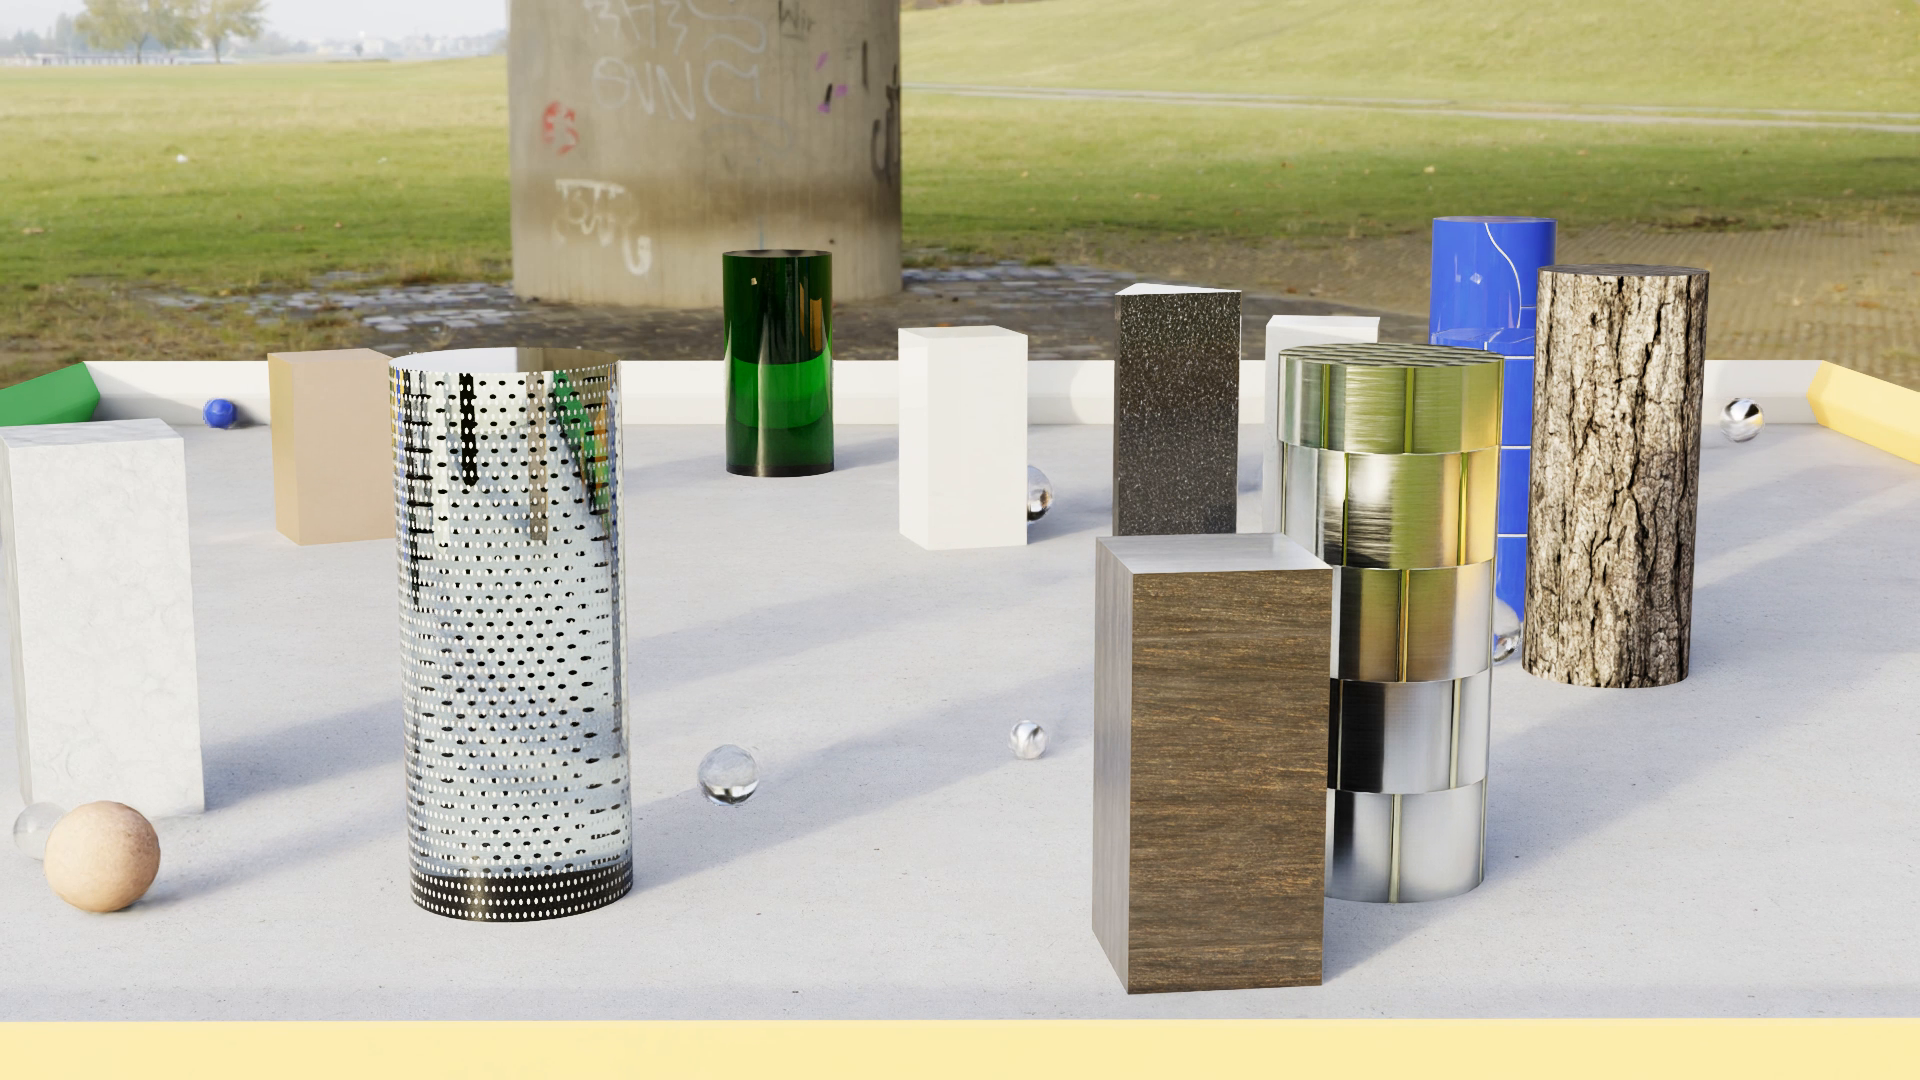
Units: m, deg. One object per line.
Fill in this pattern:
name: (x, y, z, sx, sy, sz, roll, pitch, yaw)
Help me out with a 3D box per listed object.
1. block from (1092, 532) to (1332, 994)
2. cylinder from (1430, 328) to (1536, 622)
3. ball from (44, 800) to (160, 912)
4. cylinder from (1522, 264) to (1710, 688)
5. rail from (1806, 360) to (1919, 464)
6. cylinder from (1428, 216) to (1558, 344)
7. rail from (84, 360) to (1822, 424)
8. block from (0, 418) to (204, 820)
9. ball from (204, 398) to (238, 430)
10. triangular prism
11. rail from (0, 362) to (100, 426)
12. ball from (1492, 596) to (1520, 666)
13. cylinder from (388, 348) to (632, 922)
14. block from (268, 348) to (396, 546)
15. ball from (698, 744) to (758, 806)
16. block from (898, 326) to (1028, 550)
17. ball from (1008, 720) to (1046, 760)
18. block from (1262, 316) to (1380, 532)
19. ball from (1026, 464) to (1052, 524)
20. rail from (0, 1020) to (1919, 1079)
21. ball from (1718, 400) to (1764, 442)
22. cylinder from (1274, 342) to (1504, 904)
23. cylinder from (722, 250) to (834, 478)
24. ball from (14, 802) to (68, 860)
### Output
block: (0.201, 0.177, 2.092, 0.158, 0.341, 0.158, -1, 11, -7)
cylinder: (0.728, -0.091, 3.455, 0.198, 0.371, 0.198, 0, 10, 0)
ball: (-0.746, 0.275, 2.233, 0.097, 0.097, 0.097, 0, 10, 0)
cylinder: (0.787, -0.081, 3.089, 0.198, 0.487, 0.198, 0, 10, 0)
rail: (1.757, 0.031, 3.459, 0.045, 0.128, 3.689, 0, 10, 0)
cylinder: (0.862, -0.280, 4.176, 0.198, 0.481, 0.198, 0, 10, 0)
rail: (-0.010, -0.298, 5.239, 3.562, 0.128, 0.045, 0, 10, 0)
block: (-0.850, 0.079, 2.534, 0.158, 0.373, 0.158, -5, 12, -25)
ball: (-1.497, -0.257, 5.197, 0.064, 0.064, 0.064, 0, 10, 0)
triangular prism: (0.261, -0.113, 3.392, 0.171, 0.439, 0.148, -3, 11, -16)
rail: (-1.757, 0.035, 3.439, 0.045, 0.128, 3.689, 0, 10, 0)
ball: (0.642, 0.111, 3.143, 0.089, 0.089, 0.089, 0, 10, 0)
cylinder: (-0.393, 0.078, 2.261, 0.198, 0.475, 0.198, 0, 10, 0)
block: (-0.979, -0.148, 4.014, 0.158, 0.281, 0.158, -5, 12, -27)
ball: (-0.231, 0.234, 2.553, 0.061, 0.061, 0.061, 0, 10, 0)
block: (0.004, -0.161, 3.967, 0.158, 0.323, 0.158, -3, 11, -17)
ball: (0.071, 0.213, 2.724, 0.041, 0.041, 0.041, 0, 10, 0)
block: (0.533, -0.145, 3.789, 0.158, 0.357, 0.158, 2, 11, 10)
ball: (0.099, -0.073, 4.109, 0.098, 0.098, 0.098, 0, 10, 0)
rail: (0.010, 0.365, 1.658, 3.562, 0.128, 0.045, 0, 10, 0)
ball: (1.525, -0.232, 5.011, 0.083, 0.083, 0.083, 0, 10, 0)
cylinder: (0.381, 0.069, 2.312, 0.198, 0.474, 0.198, 0, 10, 0)
cylinder: (-0.328, -0.323, 4.649, 0.198, 0.393, 0.198, 0, 10, 0)
ball: (-0.850, 0.270, 2.380, 0.054, 0.054, 0.054, 0, 10, 0)
